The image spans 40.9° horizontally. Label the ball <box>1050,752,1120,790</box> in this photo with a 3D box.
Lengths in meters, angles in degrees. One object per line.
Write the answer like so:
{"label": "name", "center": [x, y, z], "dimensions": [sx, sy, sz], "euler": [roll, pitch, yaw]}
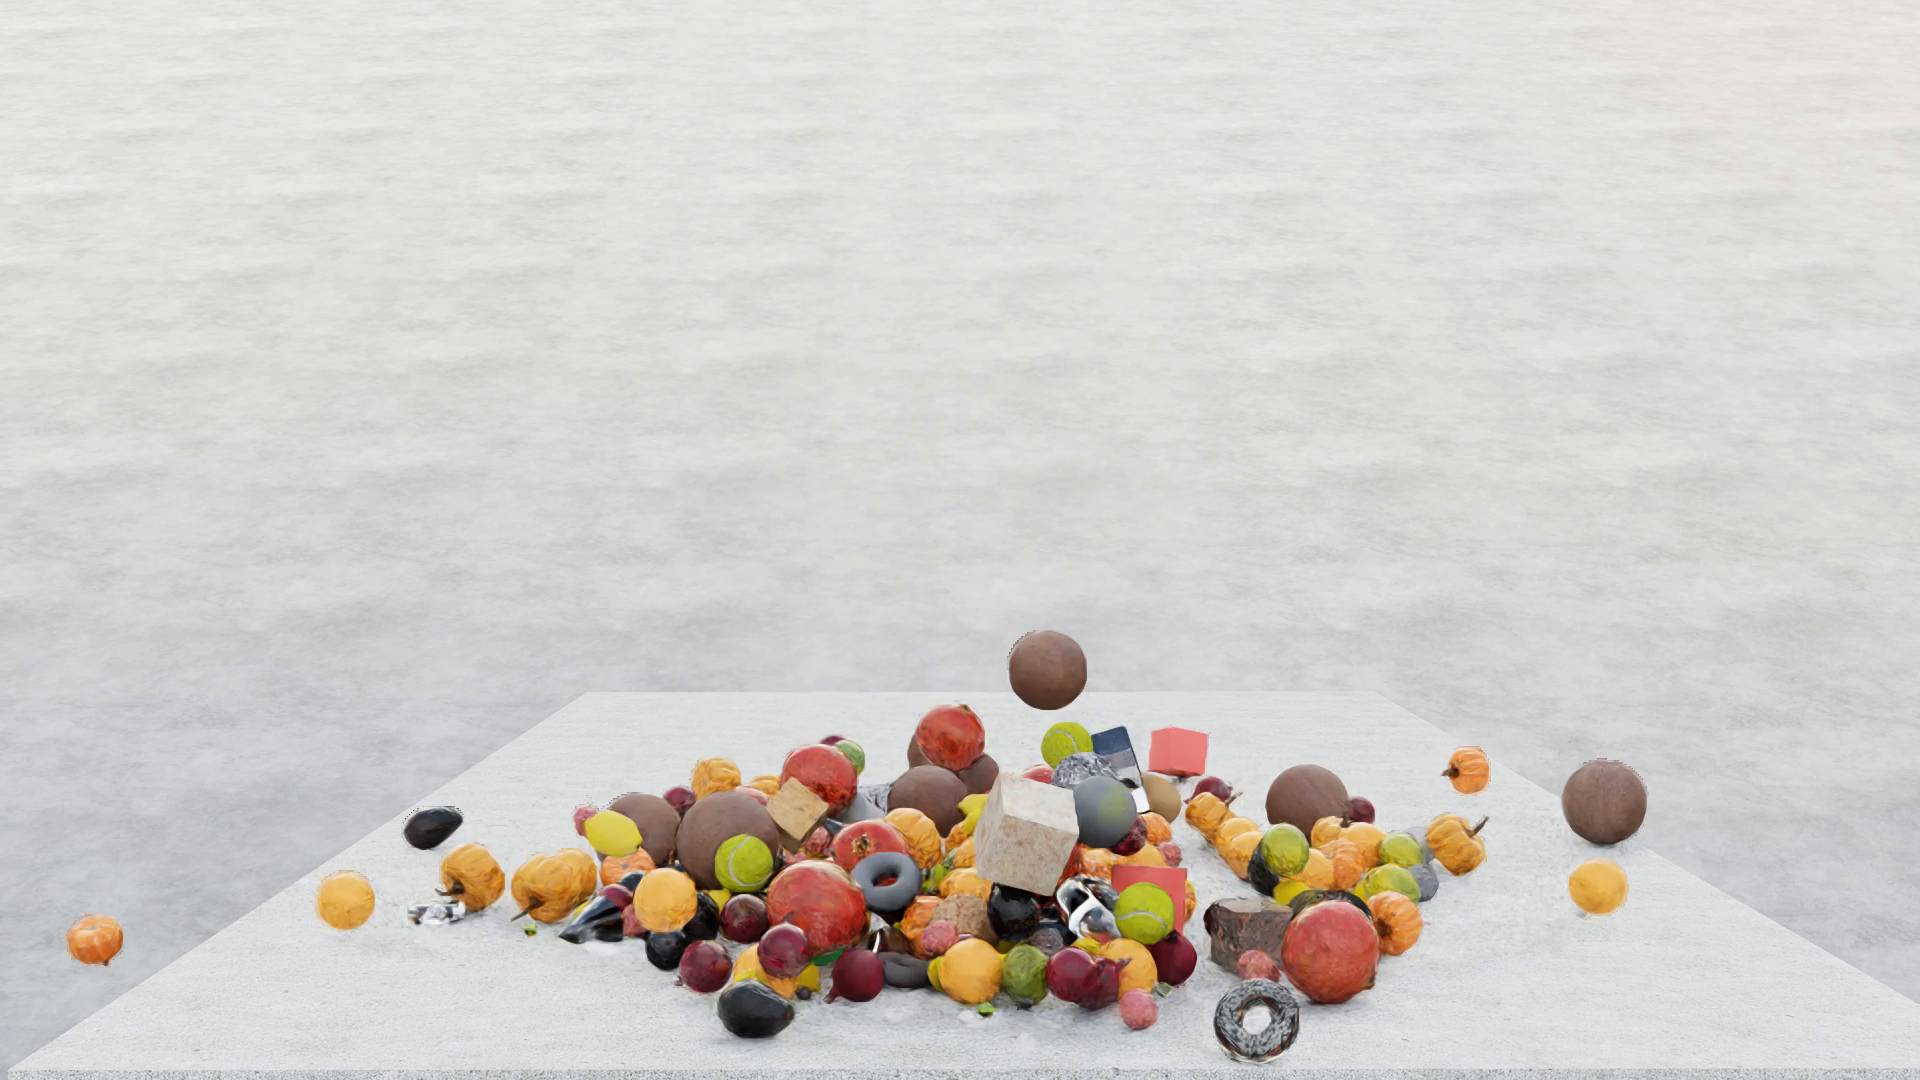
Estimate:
{"label": "ball", "center": [0.159, 0.314, 3.273], "dimensions": [0.090, 0.090, 0.090], "euler": [0, 24, 0]}

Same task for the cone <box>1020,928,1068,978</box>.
{"label": "cone", "center": [0.111, 0.494, 3.004], "dimensions": [0.059, 0.059, 0.059], "euler": [-13, 35, -27]}

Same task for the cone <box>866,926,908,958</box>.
{"label": "cone", "center": [-0.090, 0.467, 3.032], "dimensions": [0.050, 0.050, 0.050], "euler": [-5, 56, 7]}

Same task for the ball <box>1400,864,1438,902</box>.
{"label": "ball", "center": [0.623, 0.465, 3.491], "dimensions": [0.050, 0.050, 0.050], "euler": [0, 24, 0]}

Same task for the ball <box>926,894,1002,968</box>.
{"label": "ball", "center": [0.005, 0.460, 3.033], "dimensions": [0.088, 0.088, 0.088], "euler": [0, 24, 0]}

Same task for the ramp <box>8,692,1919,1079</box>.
{"label": "ramp", "center": [0.056, 0.504, 4.549], "dimensions": [2.000, 0.100, 4.000], "euler": [0, 2, 0]}

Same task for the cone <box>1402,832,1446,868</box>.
{"label": "cone", "center": [0.675, 0.466, 3.779], "dimensions": [0.066, 0.066, 0.066], "euler": [9, 2, 20]}

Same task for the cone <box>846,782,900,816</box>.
{"label": "cone", "center": [-0.151, 0.416, 4.179], "dimensions": [0.077, 0.077, 0.077], "euler": [24, 17, -20]}

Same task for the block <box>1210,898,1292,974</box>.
{"label": "block", "center": [0.343, 0.465, 3.035], "dimensions": [0.071, 0.071, 0.071], "euler": [-1, 3, -21]}

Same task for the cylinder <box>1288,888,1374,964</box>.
{"label": "cylinder", "center": [0.435, 0.457, 3.051], "dimensions": [0.087, 0.087, 0.087], "euler": [-4, -5, -9]}

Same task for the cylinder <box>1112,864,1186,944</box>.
{"label": "cylinder", "center": [0.231, 0.449, 3.178], "dimensions": [0.092, 0.092, 0.092], "euler": [3, -6, 0]}

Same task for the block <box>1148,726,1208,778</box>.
{"label": "block", "center": [0.404, 0.394, 4.773], "dimensions": [0.076, 0.076, 0.076], "euler": [13, -15, -24]}

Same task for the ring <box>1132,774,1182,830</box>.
{"label": "ring", "center": [0.267, 0.401, 3.958], "dimensions": [0.149, 0.149, 0.050], "euler": [3, 60, 7]}

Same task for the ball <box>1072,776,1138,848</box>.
{"label": "ball", "center": [0.168, 0.324, 3.072], "dimensions": [0.086, 0.086, 0.086], "euler": [0, 24, 0]}

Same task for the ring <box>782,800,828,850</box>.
{"label": "ring", "center": [-0.229, 0.423, 3.821], "dimensions": [0.031, 0.094, 0.094], "euler": [44, 25, -9]}

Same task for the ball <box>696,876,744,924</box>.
{"label": "ball", "center": [-0.310, 0.466, 3.335], "dimensions": [0.061, 0.061, 0.061], "euler": [0, 24, 0]}

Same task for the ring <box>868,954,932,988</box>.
{"label": "ring", "center": [-0.069, 0.493, 2.946], "dimensions": [0.075, 0.025, 0.075], "euler": [12, 5, -1]}

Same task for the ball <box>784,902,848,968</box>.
{"label": "ball", "center": [-0.168, 0.462, 3.017], "dimensions": [0.075, 0.075, 0.075], "euler": [0, 24, 0]}

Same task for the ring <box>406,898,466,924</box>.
{"label": "ring", "center": [-0.682, 0.484, 3.355], "dimensions": [0.076, 0.025, 0.076], "euler": [-2, 2, 0]}

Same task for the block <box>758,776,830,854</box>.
{"label": "block", "center": [-0.217, 0.358, 3.345], "dimensions": [0.063, 0.063, 0.063], "euler": [38, 65, 8]}

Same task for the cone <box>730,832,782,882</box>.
{"label": "cone", "center": [-0.271, 0.430, 3.658], "dimensions": [0.080, 0.080, 0.080], "euler": [22, 54, 40]}

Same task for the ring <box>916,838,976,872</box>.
{"label": "ring", "center": [-0.032, 0.462, 3.779], "dimensions": [0.117, 0.039, 0.117], "euler": [-1, 2, 0]}

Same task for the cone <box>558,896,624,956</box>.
{"label": "cone", "center": [-0.446, 0.460, 3.025], "dimensions": [0.072, 0.072, 0.072], "euler": [21, 16, 38]}

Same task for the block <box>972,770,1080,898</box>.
{"label": "block", "center": [0.075, 0.339, 2.970], "dimensions": [0.091, 0.091, 0.091], "euler": [16, 25, -11]}

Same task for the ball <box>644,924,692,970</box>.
{"label": "ball", "center": [-0.344, 0.480, 3.036], "dimensions": [0.054, 0.054, 0.054], "euler": [0, 24, 0]}

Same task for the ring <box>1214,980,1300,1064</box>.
{"label": "ring", "center": [0.298, 0.484, 2.591], "dimensions": [0.089, 0.030, 0.089], "euler": [-11, 57, 18]}

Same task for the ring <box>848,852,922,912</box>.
{"label": "ring", "center": [-0.090, 0.410, 3.094], "dimensions": [0.091, 0.030, 0.091], "euler": [-6, 37, 4]}

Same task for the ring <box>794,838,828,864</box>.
{"label": "ring", "center": [-0.206, 0.464, 3.843], "dimensions": [0.089, 0.030, 0.089], "euler": [-1, 2, 0]}

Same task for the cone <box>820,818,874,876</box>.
{"label": "cone", "center": [-0.176, 0.412, 3.612], "dimensions": [0.081, 0.081, 0.081], "euler": [-37, 17, 13]}

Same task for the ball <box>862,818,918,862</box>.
{"label": "ball", "center": [-0.103, 0.441, 3.670], "dimensions": [0.088, 0.088, 0.088], "euler": [0, 24, 0]}

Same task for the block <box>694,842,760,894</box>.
{"label": "block", "center": [-0.315, 0.451, 3.487], "dimensions": [0.058, 0.058, 0.058], "euler": [-37, 12, -16]}

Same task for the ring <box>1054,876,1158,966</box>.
{"label": "ring", "center": [0.175, 0.454, 3.075], "dimensions": [0.143, 0.048, 0.143], "euler": [33, 10, -7]}

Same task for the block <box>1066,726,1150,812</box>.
{"label": "block", "center": [0.220, 0.352, 3.842], "dimensions": [0.093, 0.093, 0.093], "euler": [-16, 36, 0]}

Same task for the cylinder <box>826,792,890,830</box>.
{"label": "cylinder", "center": [-0.148, 0.424, 3.787], "dimensions": [0.082, 0.082, 0.082], "euler": [-20, 49, 26]}

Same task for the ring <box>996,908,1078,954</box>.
{"label": "ring", "center": [0.082, 0.481, 3.171], "dimensions": [0.131, 0.044, 0.131], "euler": [0, 1, 0]}
